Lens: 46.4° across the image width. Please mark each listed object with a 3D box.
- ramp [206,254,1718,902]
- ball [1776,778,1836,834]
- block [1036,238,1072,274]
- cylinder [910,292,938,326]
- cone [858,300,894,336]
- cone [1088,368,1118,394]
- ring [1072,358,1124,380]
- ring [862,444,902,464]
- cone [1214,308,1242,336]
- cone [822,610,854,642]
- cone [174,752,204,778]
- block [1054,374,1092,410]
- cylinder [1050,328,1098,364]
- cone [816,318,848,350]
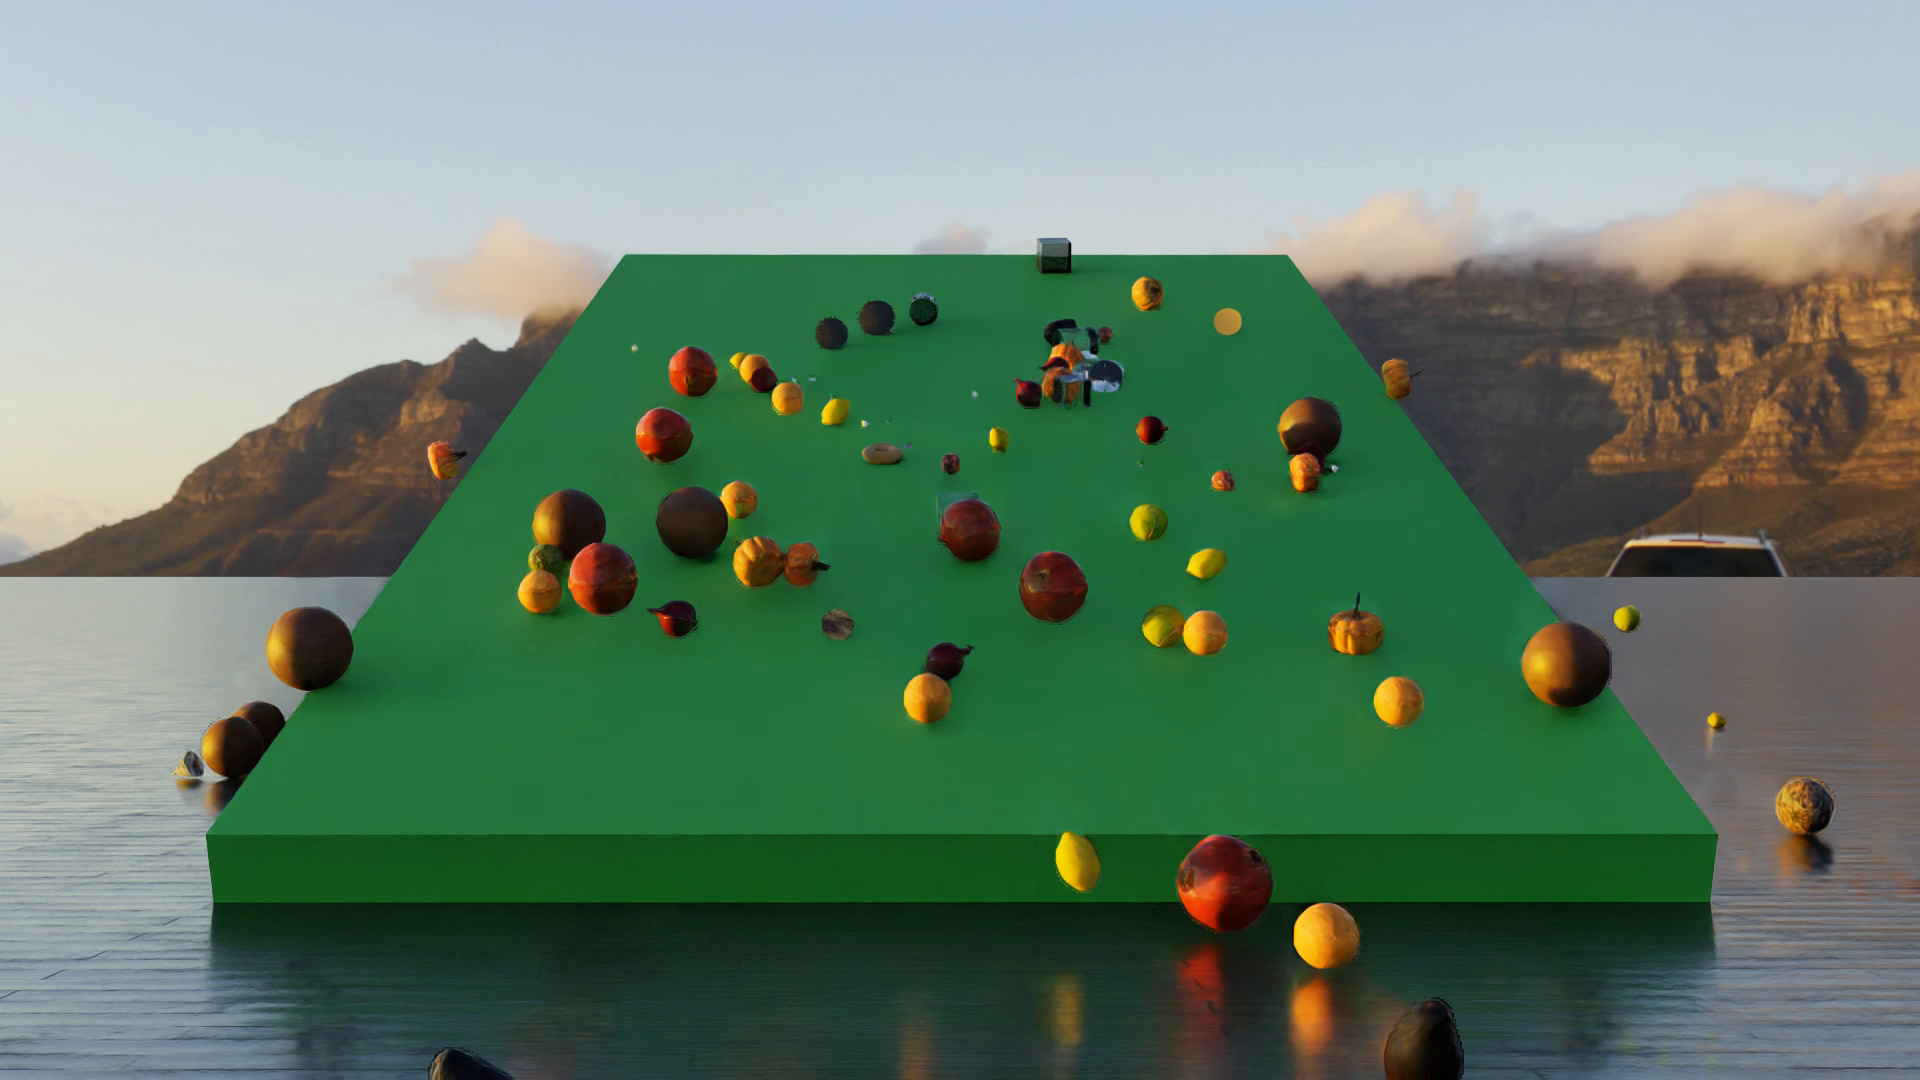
[{"bbox_3d":[-0.004,-0.189,4.878,2.000,0.100,4.000,0,18,0],"label":"ramp"},{"bbox_3d":[1.418,0.447,3.760,0.094,0.094,0.094,0,-1,0],"label":"ball"},{"bbox_3d":[0.273,-0.828,6.521,0.087,0.087,0.087,-2,18,-7],"label":"block"},{"bbox_3d":[-0.096,-0.604,5.863,0.073,0.073,0.073,0,18,-2],"label":"cylinder"},{"bbox_3d":[-0.208,-0.562,5.783,0.093,0.093,0.093,0,-8,7],"label":"cone"},{"bbox_3d":[0.345,-0.371,5.217,0.078,0.078,0.078,0,14,24],"label":"cone"},{"bbox_3d":[0.326,-0.398,5.290,0.125,0.042,0.125,0,17,0],"label":"ring"},{"bbox_3d":[-0.161,-0.179,4.642,0.084,0.028,0.084,1,19,0],"label":"ring"},{"bbox_3d":[0.691,-0.554,5.778,0.072,0.072,0.072,0,-9,7],"label":"cone"},{"bbox_3d":[-0.200,0.142,3.673,0.052,0.052,0.052,0,-8,-1],"label":"cone"},{"bbox_3d":[-1.666,0.491,4.804,0.060,0.060,0.060,-23,-8,17],"label":"cone"},{"bbox_3d":[0.253,-0.335,5.061,0.063,0.063,0.063,-7,19,-20],"label":"block"},{"bbox_3d":[0.278,-0.470,5.433,0.088,0.088,0.088,0,-1,-21],"label":"cylinder"},{"bbox_3d":[-0.320,-0.507,5.625,0.082,0.082,0.082,0,-8,0],"label":"cone"}]
